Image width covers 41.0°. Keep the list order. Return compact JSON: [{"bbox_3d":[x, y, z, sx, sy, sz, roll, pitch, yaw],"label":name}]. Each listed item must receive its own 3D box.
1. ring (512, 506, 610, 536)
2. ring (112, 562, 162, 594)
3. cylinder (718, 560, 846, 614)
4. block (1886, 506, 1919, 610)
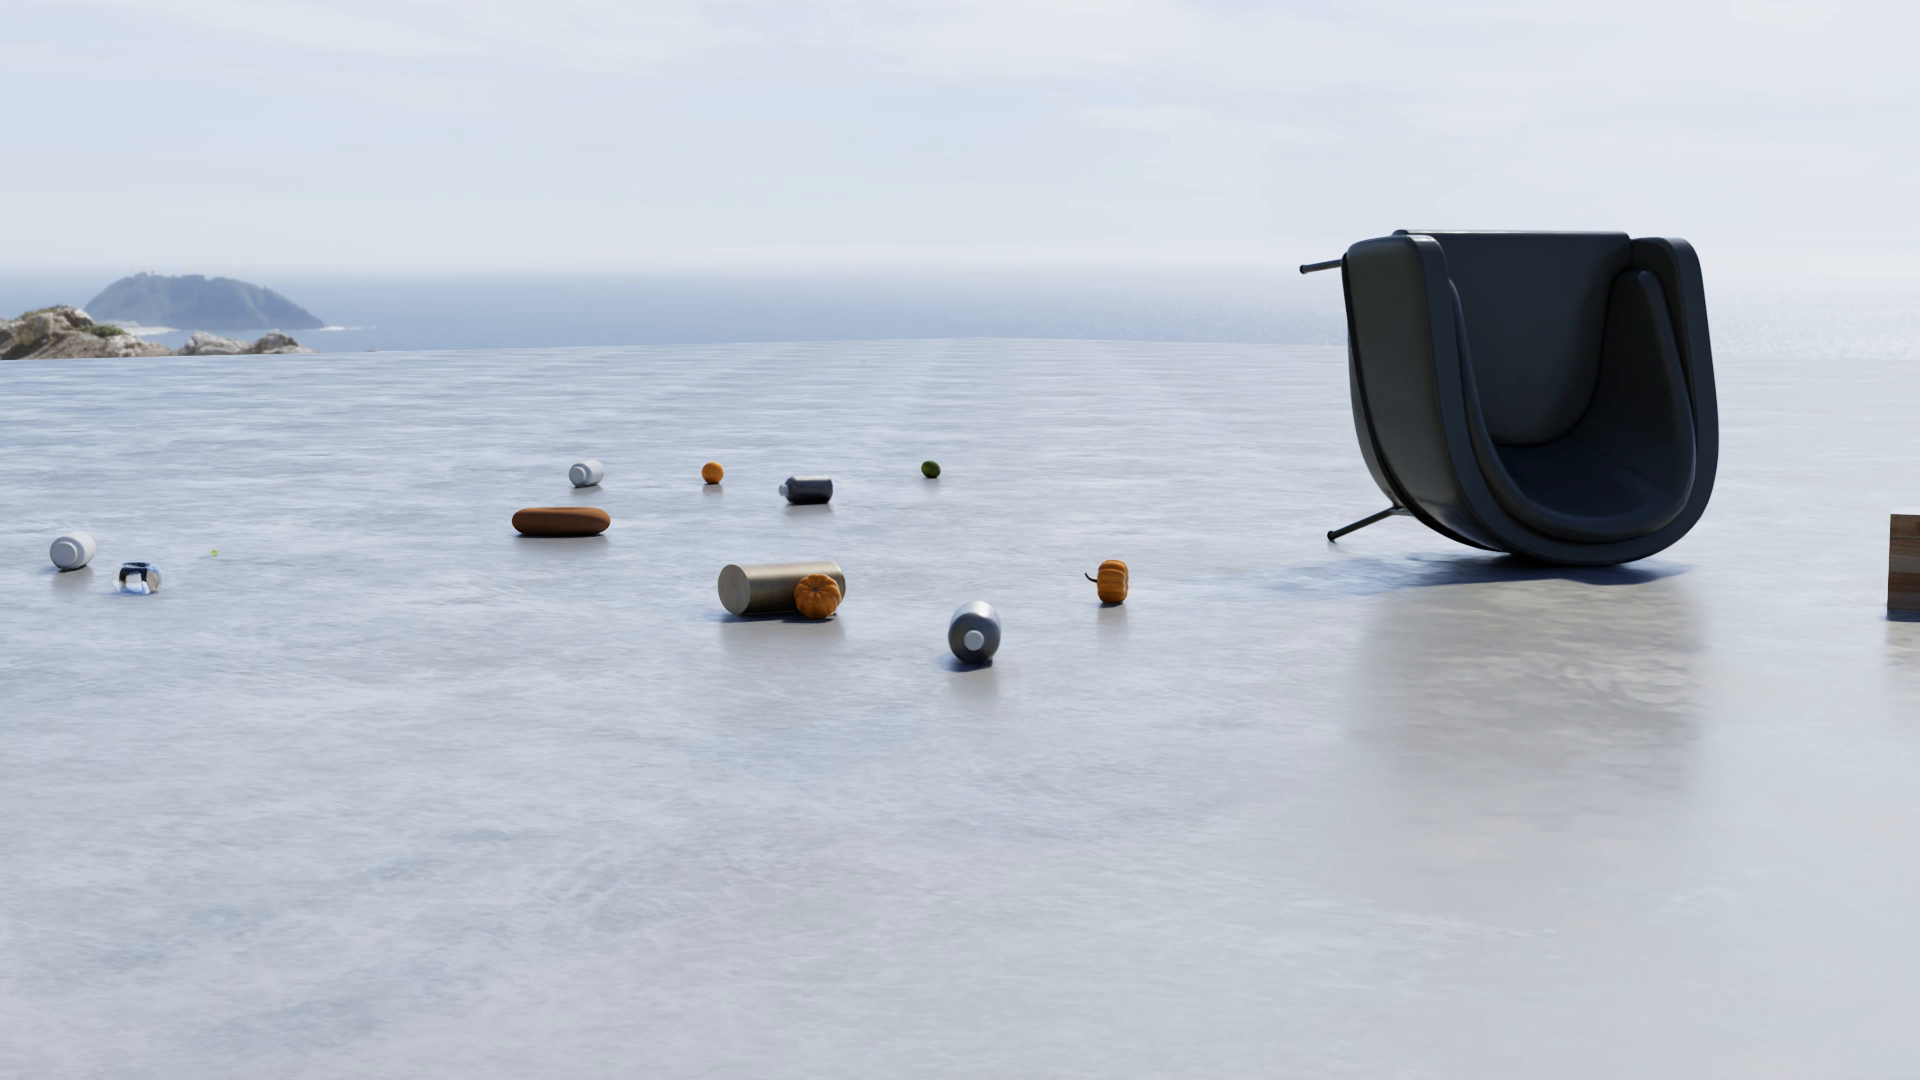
[{"bbox_3d":[-1.022,-0.049,6.572,0.259,0.065,0.172,0,5,10],"label":"ring"},{"bbox_3d":[-1.721,0.080,5.366,0.090,0.057,0.138,-7,11,-43],"label":"ring"},{"bbox_3d":[-0.352,0.091,5.049,0.201,0.098,0.170,-3,3,-27],"label":"cylinder"},{"bbox_3d":[1.940,0.038,5.117,0.161,0.190,0.165,2,6,21],"label":"block"}]
